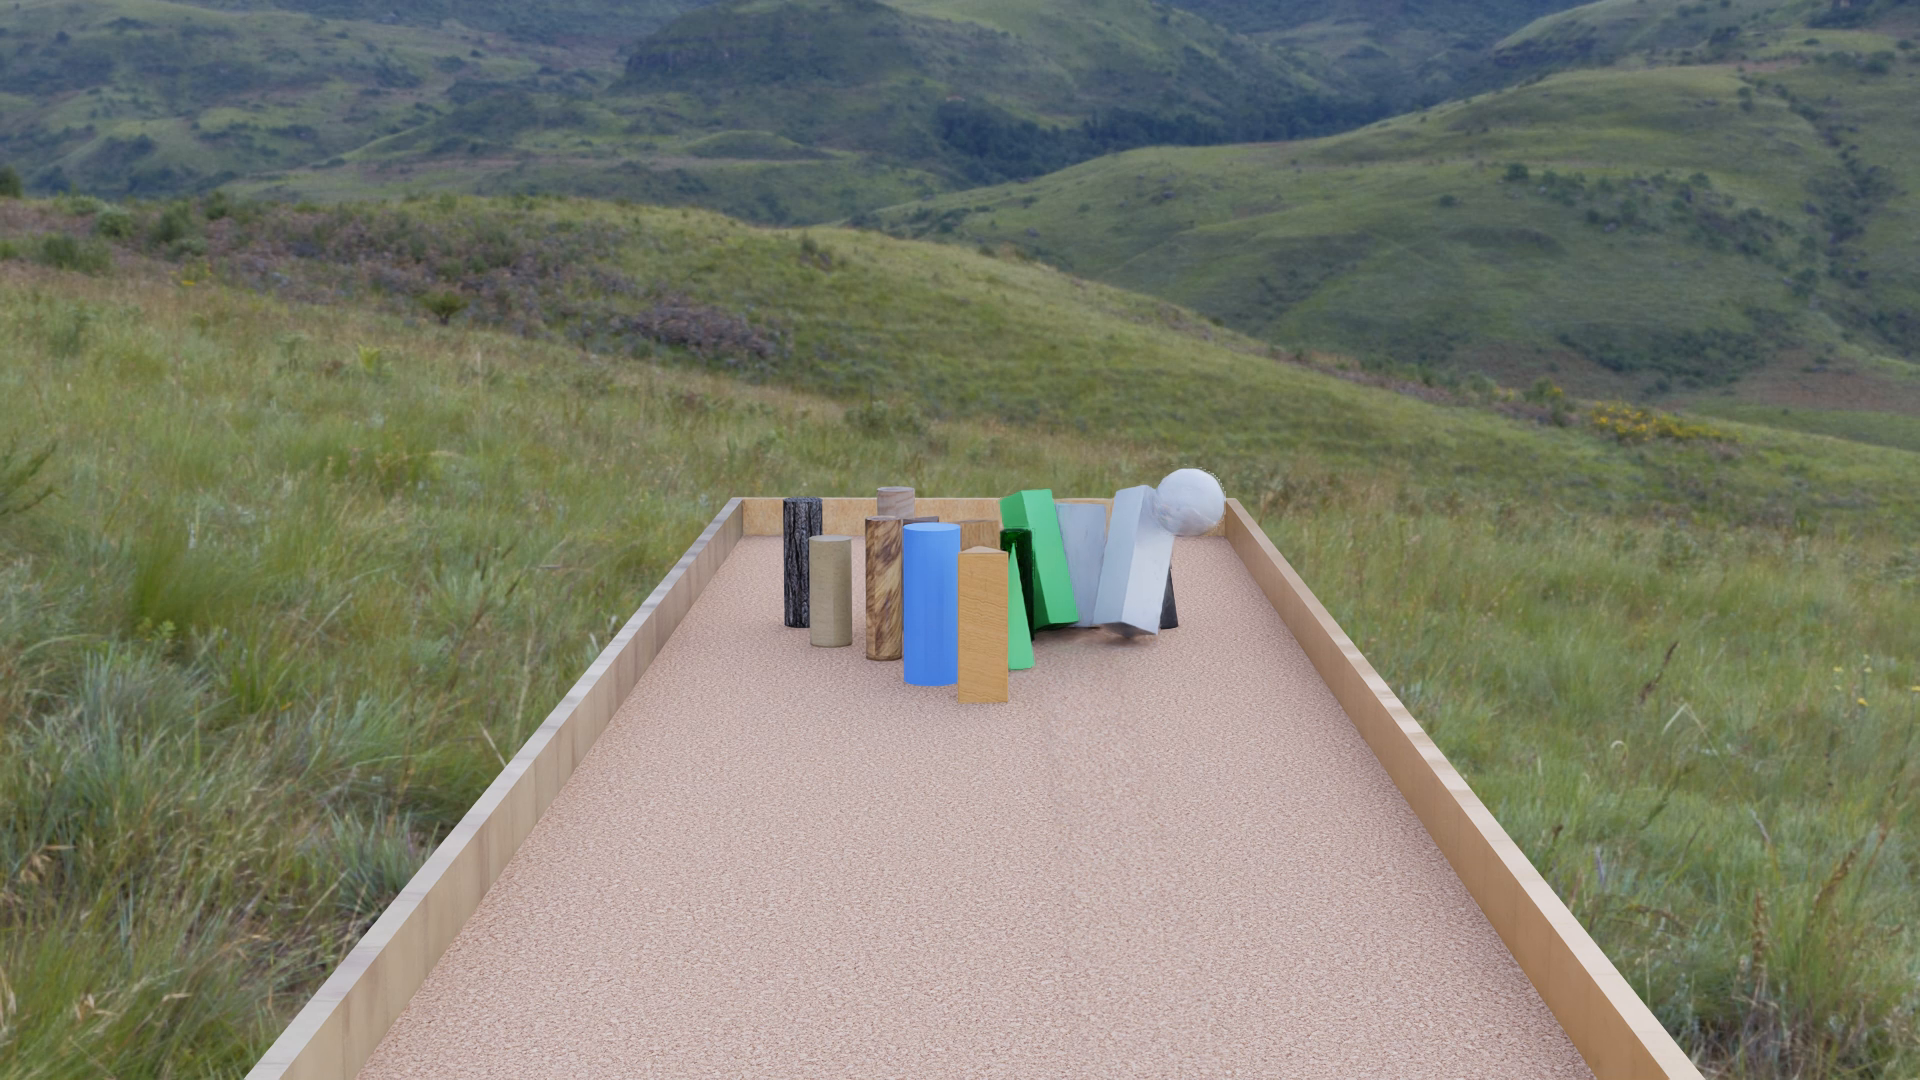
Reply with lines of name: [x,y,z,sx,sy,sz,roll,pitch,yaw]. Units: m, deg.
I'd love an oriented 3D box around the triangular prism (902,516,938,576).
triangular prism: [-0.098,0.128,6.932,0.125,0.397,0.108,6,11,32]

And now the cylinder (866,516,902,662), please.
cylinder: [-0.233,0.147,6.703,0.110,0.432,0.110,0,9,0]

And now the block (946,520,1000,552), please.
block: [0.032,0.148,6.728,0.143,0.408,0.143,-6,4,-32]

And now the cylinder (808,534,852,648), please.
cylinder: [-0.407,0.160,6.921,0.134,0.337,0.134,0,9,0]

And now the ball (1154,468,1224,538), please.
ball: [0.713,-0.114,6.846,0.219,0.219,0.219,0,9,0]

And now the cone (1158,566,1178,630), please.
cone: [0.648,0.056,7.204,0.144,0.455,0.144,0,9,0]

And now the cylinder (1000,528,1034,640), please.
cylinder: [0.181,0.144,6.971,0.102,0.349,0.102,-2,8,0]

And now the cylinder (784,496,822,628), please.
cylinder: [-0.514,0.073,7.224,0.129,0.415,0.129,0,9,0]

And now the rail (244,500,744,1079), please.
rail: [-1.004,0.839,3.234,0.050,0.150,12.000,0,9,1]

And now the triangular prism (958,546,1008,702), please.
triangular prism: [0.059,0.235,6.173,0.139,0.424,0.121,-1,9,-5]

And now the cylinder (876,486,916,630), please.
cylinder: [-0.208,0.059,7.179,0.124,0.456,0.124,0,9,0]

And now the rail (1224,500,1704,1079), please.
rail: [1.046,0.843,3.208,0.050,0.150,12.000,0,9,1]

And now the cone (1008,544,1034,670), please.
cone: [0.152,0.186,6.571,0.161,0.379,0.161,2,16,-1]

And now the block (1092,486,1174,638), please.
block: [0.562,0.069,6.998,0.148,0.450,0.148,20,-16,-31]

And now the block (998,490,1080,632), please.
block: [0.253,0.068,7.107,0.124,0.442,0.124,-3,-14,-39]

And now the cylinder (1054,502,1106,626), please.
cylinder: [0.385,0.080,7.208,0.178,0.392,0.178,2,4,0]

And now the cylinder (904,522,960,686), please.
cylinder: [-0.081,0.185,6.394,0.166,0.453,0.166,0,9,0]

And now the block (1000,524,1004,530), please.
block: [0.079,0.115,7.215,0.161,0.327,0.161,-7,8,-36]

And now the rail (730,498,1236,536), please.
rail: [0.099,-0.098,9.147,2.100,0.150,0.050,0,9,1]
